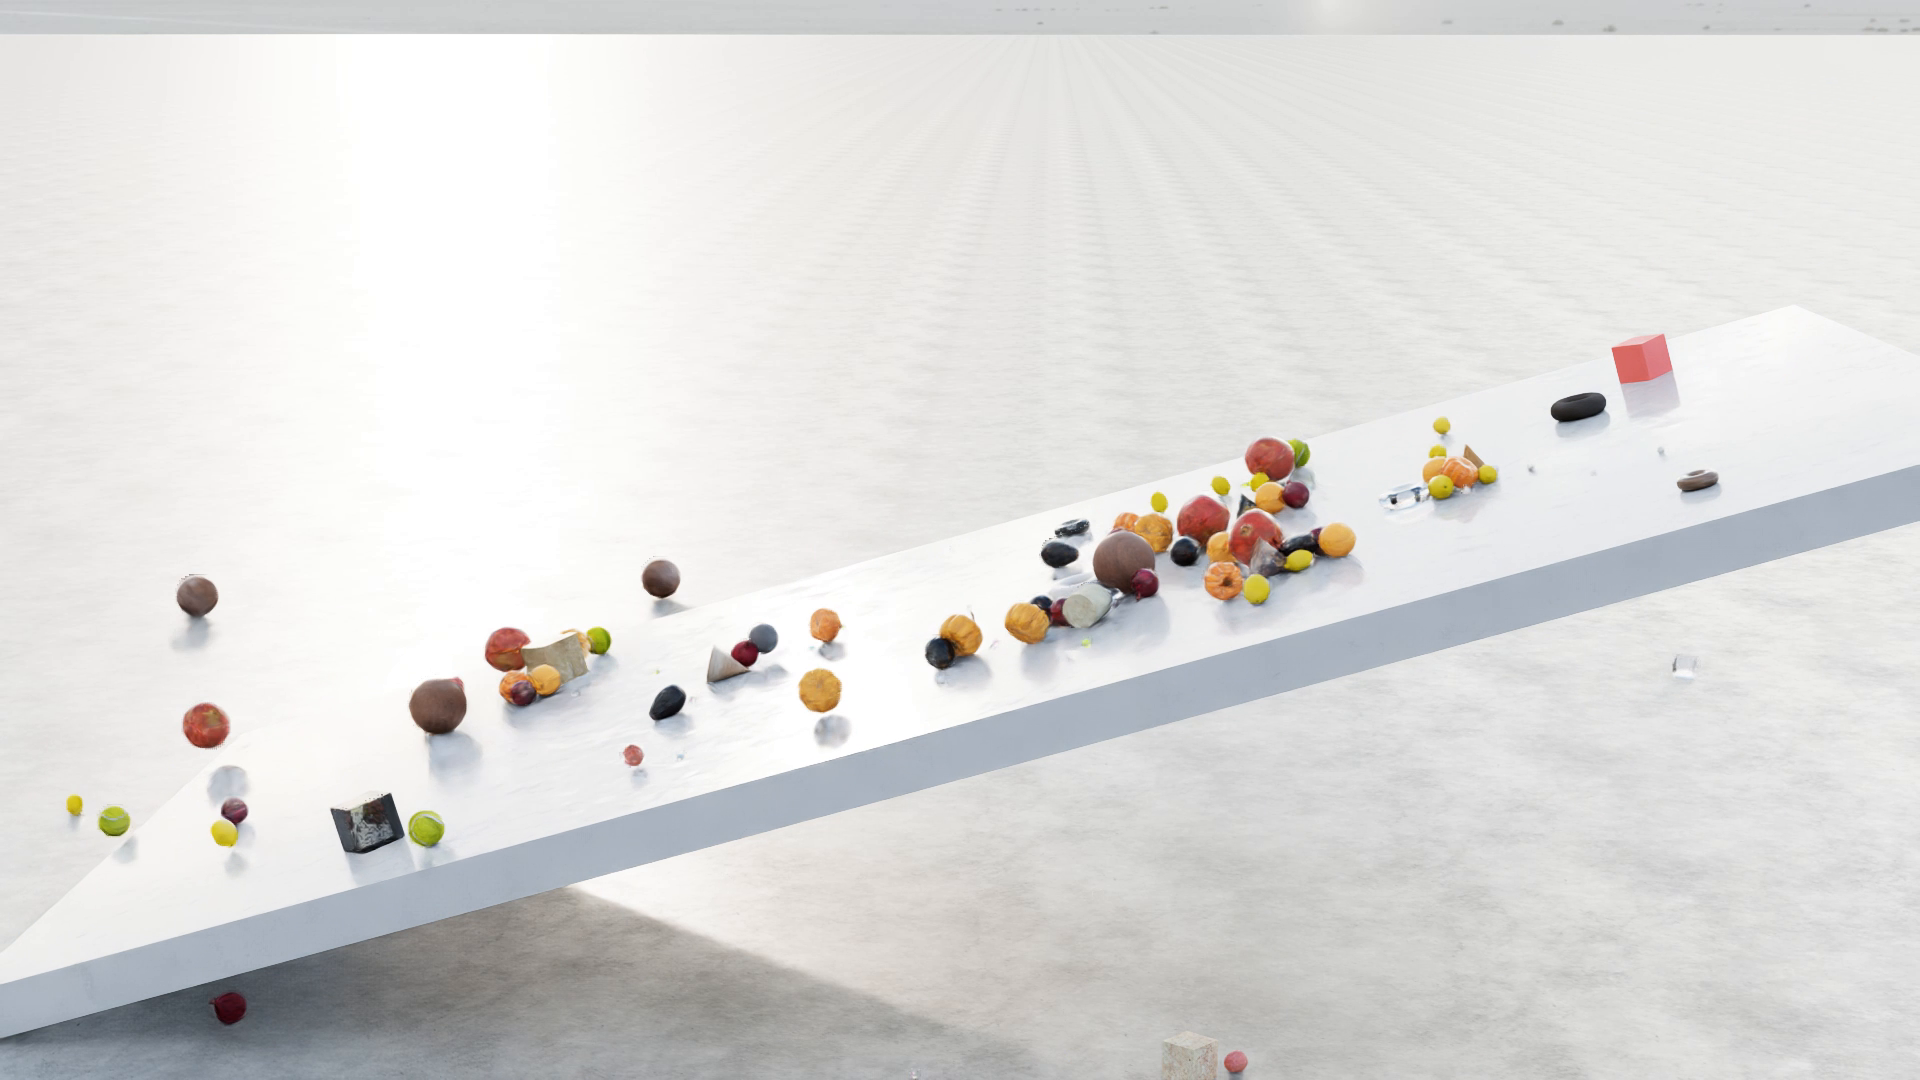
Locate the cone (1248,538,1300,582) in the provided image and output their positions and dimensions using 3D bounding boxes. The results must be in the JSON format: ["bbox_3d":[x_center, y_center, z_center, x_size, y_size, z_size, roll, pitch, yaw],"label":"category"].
[{"bbox_3d":[0.628,0.046,5.814,0.091,0.091,0.091,9,9,-10],"label":"cone"}]

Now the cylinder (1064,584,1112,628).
[{"bbox_3d":[0.253,0.131,5.853,0.072,0.072,0.072,6,19,28],"label":"cylinder"}]

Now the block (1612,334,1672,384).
[{"bbox_3d":[1.567,-0.417,6.757,0.087,0.087,0.087,-23,12,-37],"label":"block"}]

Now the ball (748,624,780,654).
[{"bbox_3d":[-0.429,0.215,6.433,0.068,0.068,0.068,0,10,0],"label":"ball"}]

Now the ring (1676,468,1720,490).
[{"bbox_3d":[1.384,-0.113,5.515,0.080,0.027,0.080,-15,8,2],"label":"ring"}]

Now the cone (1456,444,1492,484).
[{"bbox_3d":[1.072,-0.167,6.178,0.079,0.079,0.079,-16,10,3],"label":"cone"}]

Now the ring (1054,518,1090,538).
[{"bbox_3d":[0.262,-0.028,6.876,0.087,0.029,0.087,-17,10,3],"label":"ring"}]

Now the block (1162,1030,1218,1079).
[{"bbox_3d":[0.418,0.942,5.340,0.071,0.071,0.071,9,14,42],"label":"block"}]

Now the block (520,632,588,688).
[{"bbox_3d":[-0.953,0.283,6.907,0.099,0.099,0.099,-24,13,-40],"label":"block"}]

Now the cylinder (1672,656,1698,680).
[{"bbox_3d":[2.092,0.370,8.477,0.059,0.059,0.059,6,12,28],"label":"cylinder"}]

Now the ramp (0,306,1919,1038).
[{"bbox_3d":[0.087,0.188,6.323,4.000,0.100,2.000,-15,10,5],"label":"ramp"}]

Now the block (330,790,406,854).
[{"bbox_3d":[-1.156,0.551,5.739,0.092,0.092,0.092,-23,12,-35],"label":"block"}]

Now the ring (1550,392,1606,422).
[{"bbox_3d":[1.373,-0.296,6.530,0.125,0.042,0.125,-15,9,2],"label":"ring"}]

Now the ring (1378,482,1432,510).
[{"bbox_3d":[0.926,-0.092,6.118,0.113,0.038,0.113,-16,8,2],"label":"ring"}]

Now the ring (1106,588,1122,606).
[{"bbox_3d":[0.288,0.122,5.982,0.088,0.029,0.088,-16,8,2],"label":"ring"}]

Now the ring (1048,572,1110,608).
[{"bbox_3d":[0.247,0.104,6.100,0.137,0.046,0.137,-16,11,3],"label":"ring"}]
